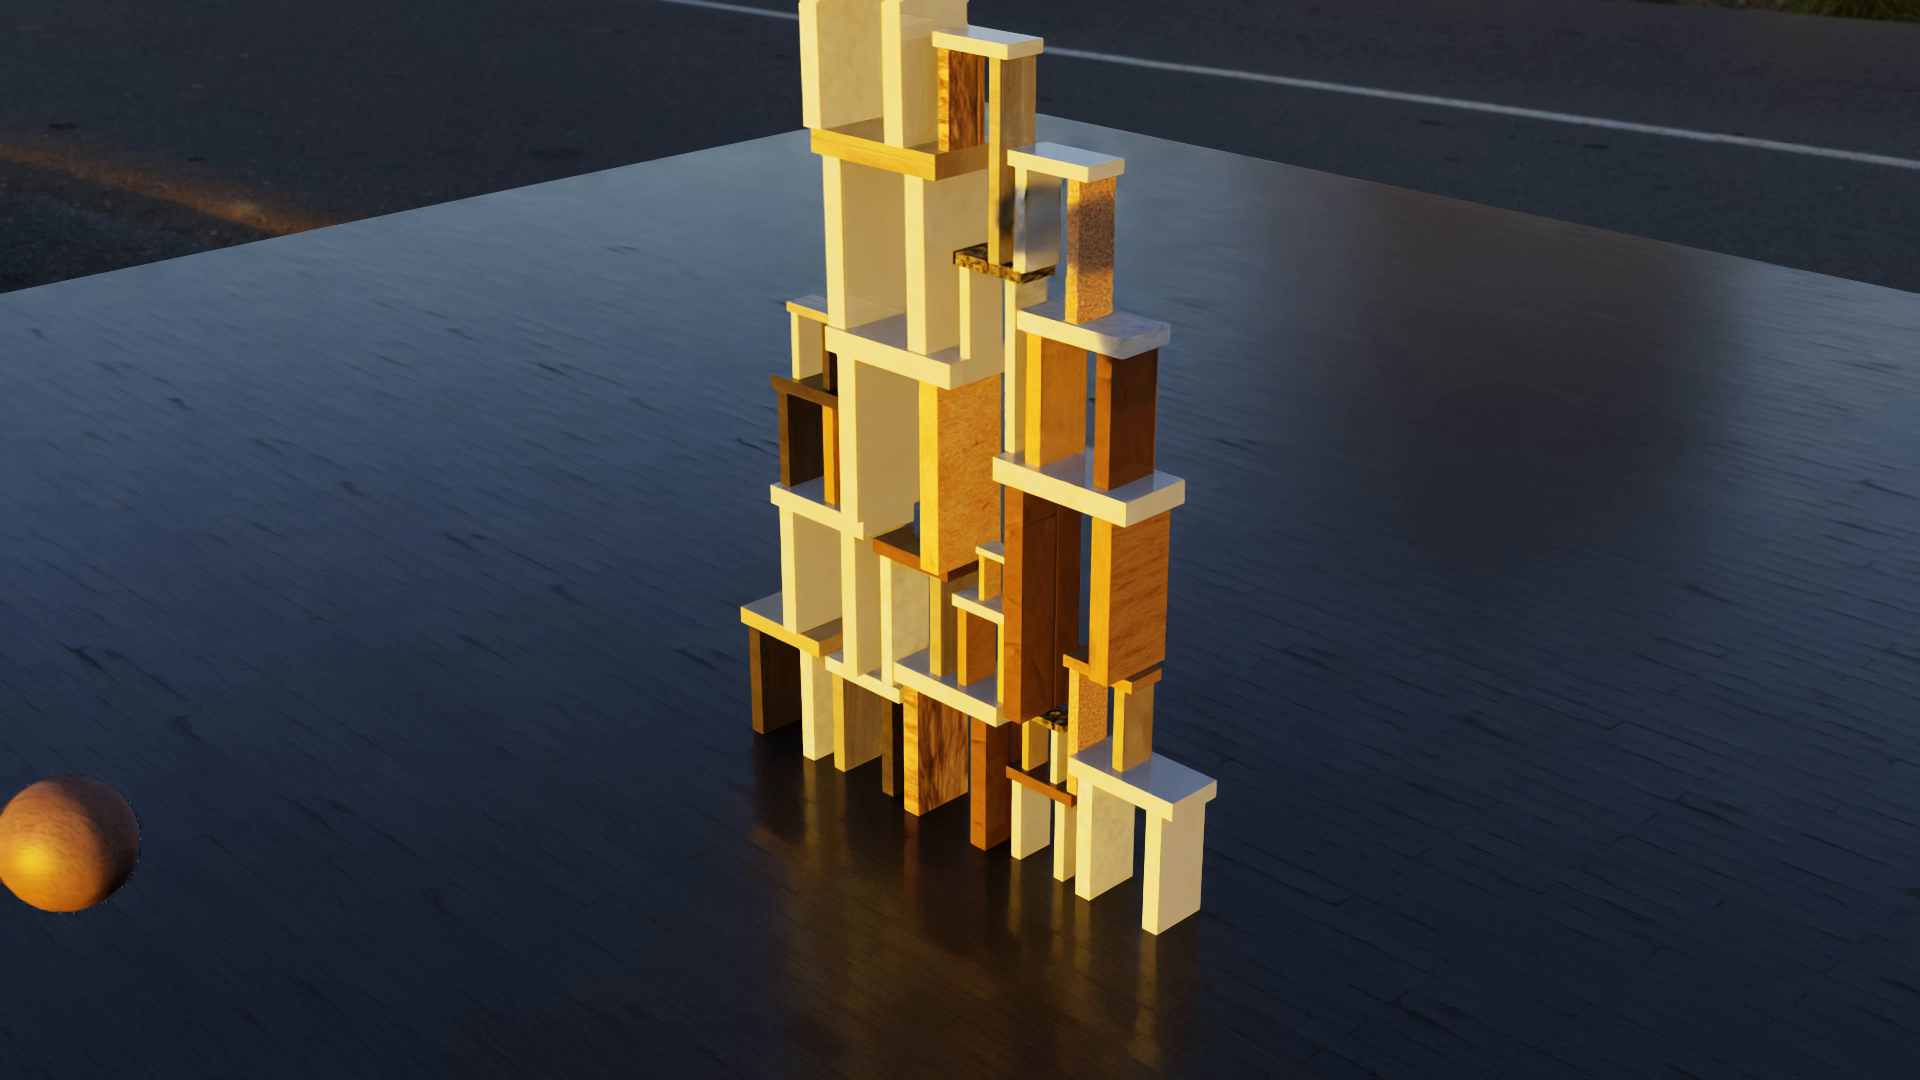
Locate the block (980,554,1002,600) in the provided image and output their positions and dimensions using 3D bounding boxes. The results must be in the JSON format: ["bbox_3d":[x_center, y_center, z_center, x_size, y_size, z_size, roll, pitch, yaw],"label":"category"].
[{"bbox_3d":[0.057,0.065,4.187,0.013,0.093,0.046,21,31,41],"label":"block"}]

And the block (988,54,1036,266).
[{"bbox_3d":[0.091,-0.666,3.838,0.025,0.362,0.090,22,31,40],"label":"block"}]

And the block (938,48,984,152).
[{"bbox_3d":[0.003,-0.783,3.880,0.090,0.180,0.025,-22,32,-40],"label":"block"}]

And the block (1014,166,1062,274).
[{"bbox_3d":[0.136,-0.565,3.828,0.026,0.184,0.092,22,31,40],"label":"block"}]

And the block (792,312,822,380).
[{"bbox_3d":[-0.303,-0.394,4.381,0.019,0.136,0.068,22,31,40],"label":"block"}]

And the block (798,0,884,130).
[{"bbox_3d":[-0.217,-0.937,4.055,0.165,0.330,0.047,-22,31,-40],"label":"block"}]

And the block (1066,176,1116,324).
[{"bbox_3d":[0.223,-0.500,3.760,0.026,0.250,0.092,21,31,41],"label":"block"}]

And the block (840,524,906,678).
[{"bbox_3d":[-0.174,0.111,4.455,0.039,0.310,0.139,21,31,41],"label":"block"}]

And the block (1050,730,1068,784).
[{"bbox_3d":[0.197,0.403,4.175,0.016,0.112,0.056,21,31,41],"label":"block"}]

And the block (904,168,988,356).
[{"bbox_3d":[-0.023,-0.519,4.031,0.165,0.329,0.047,-22,31,-40],"label":"block"}]

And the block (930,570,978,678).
[{"bbox_3d":[-0.011,0.153,4.303,0.104,0.209,0.030,-21,31,-41],"label":"block"}]

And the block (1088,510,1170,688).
[{"bbox_3d":[0.303,0.088,3.931,0.159,0.318,0.045,-21,31,-41],"label":"block"}]

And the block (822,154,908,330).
[{"bbox_3d":[-0.178,-0.579,4.175,0.165,0.329,0.047,-22,31,-40],"label":"block"}]

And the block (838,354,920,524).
[{"bbox_3d":[-0.157,-0.218,4.299,0.048,0.338,0.169,21,31,41],"label":"block"}]

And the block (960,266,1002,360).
[{"bbox_3d":[0.039,-0.422,4.004,0.085,0.170,0.024,-22,31,-40],"label":"block"}]

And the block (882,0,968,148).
[{"bbox_3d":[-0.062,-0.877,3.910,0.165,0.330,0.047,-22,31,-40],"label":"block"}]

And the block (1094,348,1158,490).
[{"bbox_3d":[0.288,-0.219,3.820,0.035,0.245,0.122,21,31,41],"label":"block"}]

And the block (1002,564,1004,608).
[{"bbox_3d":[0.101,0.082,4.146,0.046,0.093,0.013,-21,31,-41],"label":"block"}]

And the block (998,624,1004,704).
[{"bbox_3d":[0.109,0.225,4.195,0.023,0.162,0.081,21,31,41],"label":"block"}]

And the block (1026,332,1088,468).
[{"bbox_3d":[0.173,-0.264,3.926,0.035,0.245,0.122,21,31,41],"label":"block"}]

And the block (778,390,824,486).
[{"bbox_3d":[-0.320,-0.219,4.475,0.029,0.202,0.101,21,31,41],"label":"block"}]

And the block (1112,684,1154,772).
[{"bbox_3d":[0.317,0.335,4.028,0.023,0.166,0.083,21,31,41],"label":"block"}]

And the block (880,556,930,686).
[{"bbox_3d":[-0.110,0.148,4.407,0.104,0.280,0.030,-21,31,-40],"label":"block"}]

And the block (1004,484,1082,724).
[{"bbox_3d":[0.153,0.101,4.098,0.045,0.472,0.159,21,31,41],"label":"block"}]

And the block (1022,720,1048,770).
[{"bbox_3d":[0.145,0.382,4.223,0.016,0.112,0.056,21,31,41],"label":"block"}]

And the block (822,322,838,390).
[{"bbox_3d":[-0.239,-0.369,4.322,0.019,0.136,0.068,22,31,40],"label":"block"}]

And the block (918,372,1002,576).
[{"bbox_3d":[0.001,-0.137,4.159,0.169,0.378,0.048,-21,31,-41],"label":"block"}]

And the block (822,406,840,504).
[{"bbox_3d":[-0.225,-0.181,4.387,0.029,0.203,0.101,21,31,41],"label":"block"}]

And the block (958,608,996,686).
[{"bbox_3d":[0.032,0.195,4.265,0.023,0.162,0.081,21,31,41],"label":"block"}]

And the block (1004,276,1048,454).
[{"bbox_3d":[0.119,-0.320,3.960,0.024,0.321,0.085,21,31,41],"label":"block"}]

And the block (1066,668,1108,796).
[{"bbox_3d":[0.239,0.347,4.118,0.023,0.258,0.083,21,31,41],"label":"block"}]
